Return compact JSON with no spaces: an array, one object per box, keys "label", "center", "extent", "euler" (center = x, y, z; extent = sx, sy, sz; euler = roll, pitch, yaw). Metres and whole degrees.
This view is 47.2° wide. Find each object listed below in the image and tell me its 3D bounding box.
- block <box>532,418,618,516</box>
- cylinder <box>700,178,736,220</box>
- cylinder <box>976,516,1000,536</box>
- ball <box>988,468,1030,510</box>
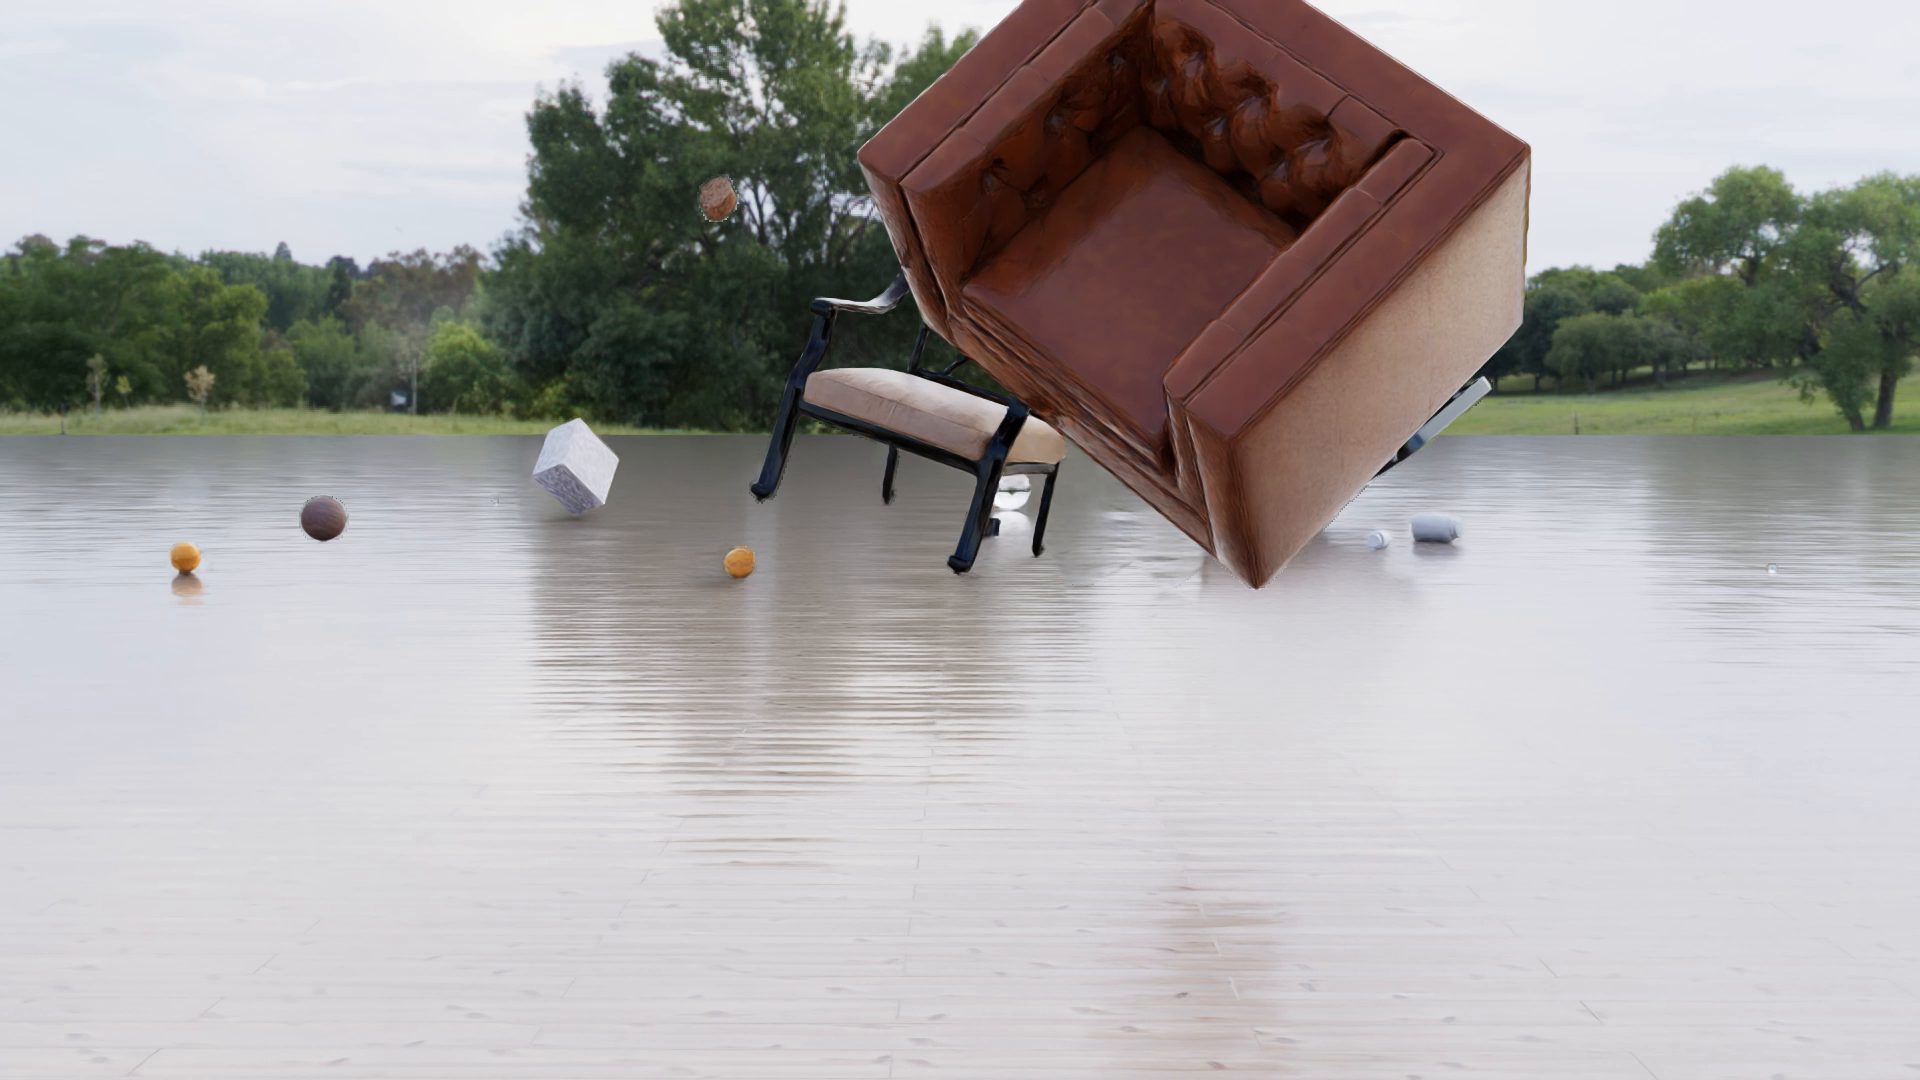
[{"label":"block","center":[-1.342,-0.254,7.694],"extent":[0.141,0.223,0.226],"euler":[-20,39,28]},{"label":"cylinder","center":[-0.582,-0.821,5.290],"extent":[0.061,0.087,0.092],"euler":[44,-6,10]},{"label":"cylinder","center":[0.085,-0.040,6.664],"extent":[0.079,0.048,0.059],"euler":[0,-14,42]},{"label":"ball","center":[0.183,-0.188,8.130],"extent":[0.158,0.158,0.158],"euler":[0,4,0]}]
